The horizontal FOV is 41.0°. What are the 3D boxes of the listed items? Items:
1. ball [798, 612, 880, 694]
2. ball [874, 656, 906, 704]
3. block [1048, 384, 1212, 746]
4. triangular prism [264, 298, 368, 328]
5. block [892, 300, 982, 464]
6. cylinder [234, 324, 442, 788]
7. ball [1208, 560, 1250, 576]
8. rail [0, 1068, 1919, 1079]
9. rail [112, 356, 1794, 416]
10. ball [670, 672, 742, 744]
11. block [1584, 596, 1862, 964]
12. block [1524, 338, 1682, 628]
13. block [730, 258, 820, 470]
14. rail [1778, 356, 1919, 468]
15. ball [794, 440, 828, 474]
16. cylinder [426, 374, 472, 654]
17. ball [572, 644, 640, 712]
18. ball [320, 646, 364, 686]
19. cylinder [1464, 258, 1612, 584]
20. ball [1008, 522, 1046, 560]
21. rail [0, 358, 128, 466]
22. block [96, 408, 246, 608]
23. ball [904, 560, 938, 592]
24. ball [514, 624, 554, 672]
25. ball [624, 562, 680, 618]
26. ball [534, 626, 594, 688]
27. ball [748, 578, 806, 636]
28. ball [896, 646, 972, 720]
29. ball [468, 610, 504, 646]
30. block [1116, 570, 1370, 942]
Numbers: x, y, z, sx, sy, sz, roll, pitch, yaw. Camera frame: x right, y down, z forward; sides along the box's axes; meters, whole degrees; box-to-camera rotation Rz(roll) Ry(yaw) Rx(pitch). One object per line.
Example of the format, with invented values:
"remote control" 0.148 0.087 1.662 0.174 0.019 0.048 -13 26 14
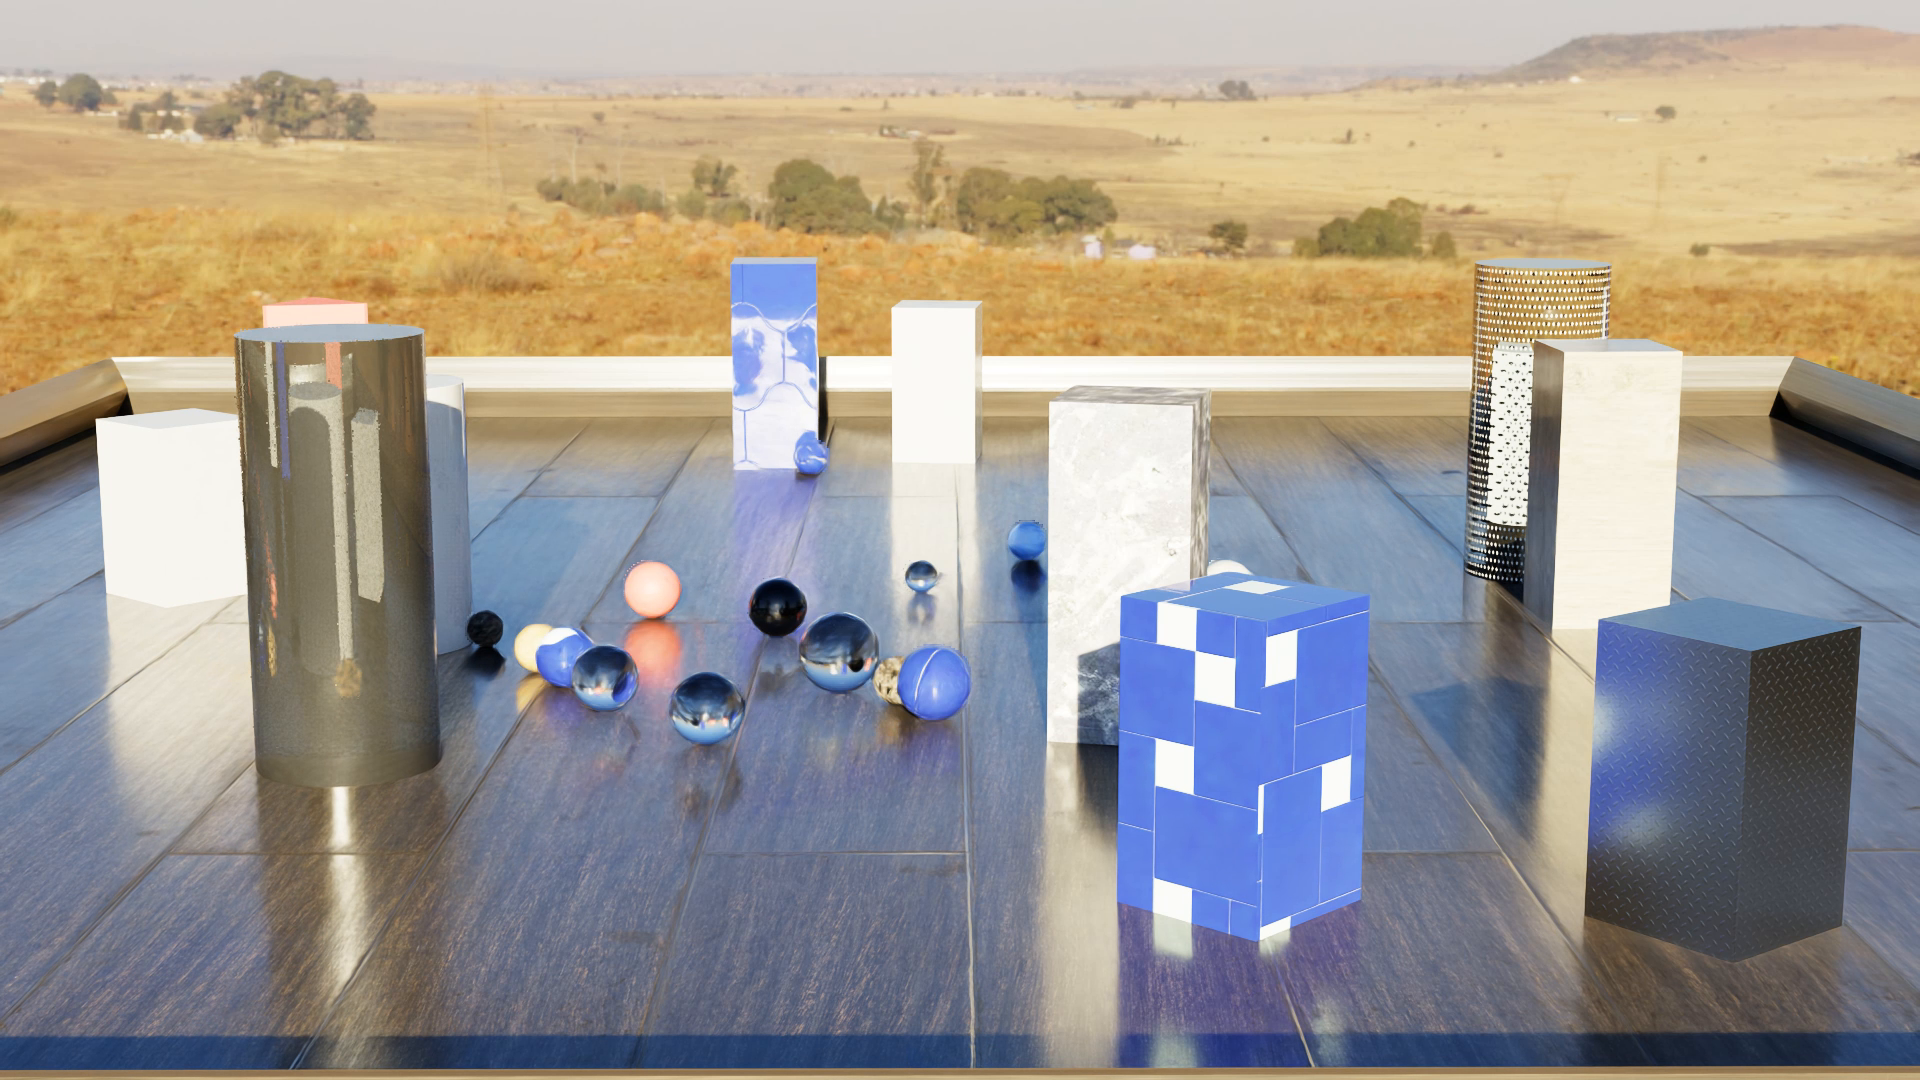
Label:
"ball" -0.141 0.131 2.998 0.095 0.095 0.095 0 11 0
"ball" -0.071 0.162 2.945 0.055 0.055 0.055 0 11 0
"block" 0.186 0.026 2.811 0.152 0.372 0.152 2 11 13
"triangular prism" -1.087 -0.240 4.351 0.165 0.331 0.143 -3 11 -15
"block" -0.041 -0.296 4.775 0.152 0.285 0.152 1 11 6
"cylinder" -0.644 0.011 2.663 0.190 0.454 0.190 0 11 0
"ball" 0.352 0.066 3.391 0.079 0.079 0.079 0 11 0
"rail" 0.011 0.378 1.589 3.494 0.124 0.045 0 11 0
"rail" -0.011 -0.315 5.310 3.494 0.124 0.045 0 11 0
"ball" -0.274 0.182 2.772 0.079 0.079 0.079 0 11 0
"block" 0.647 0.198 2.182 0.152 0.262 0.152 -8 13 -37
"block" 0.845 -0.077 3.386 0.152 0.362 0.152 0 11 -2
"block" -0.337 -0.325 4.695 0.152 0.371 0.152 0 11 -2
"rail" 1.723 0.030 3.459 0.045 0.124 3.833 0 11 0
"ball" -0.268 -0.148 4.589 0.061 0.061 0.061 0 11 0
"cylinder" -0.715 -0.033 3.232 0.190 0.333 0.190 0 11 0
"ball" -0.403 0.157 2.912 0.077 0.077 0.077 0 11 0
"ball" -0.730 0.149 3.031 0.049 0.049 0.049 0 11 0
"cylinder" 0.826 -0.173 3.676 0.190 0.445 0.190 0 11 0
"ball" 0.099 0.002 3.799 0.057 0.057 0.057 0 11 0
"rail" -1.723 0.034 3.440 0.045 0.124 3.833 0 11 0
"block" -1.080 -0.048 3.554 0.152 0.244 0.152 9 14 41
"ball" -0.054 0.050 3.568 0.046 0.046 0.046 0 11 0
"ball" -0.509 0.130 3.102 0.059 0.059 0.059 0 11 0
"ball" -0.408 0.066 3.406 0.075 0.075 0.075 0 11 0
"ball" -0.465 0.138 3.025 0.072 0.072 0.072 0 11 0
"ball" -0.234 0.087 3.293 0.075 0.075 0.075 0 11 0
"ball" -0.029 0.160 2.874 0.084 0.084 0.084 0 11 0
"ball" -0.599 0.112 3.238 0.046 0.046 0.046 0 11 0
"block" 0.246 0.182 2.234 0.152 0.275 0.152 10 14 43
